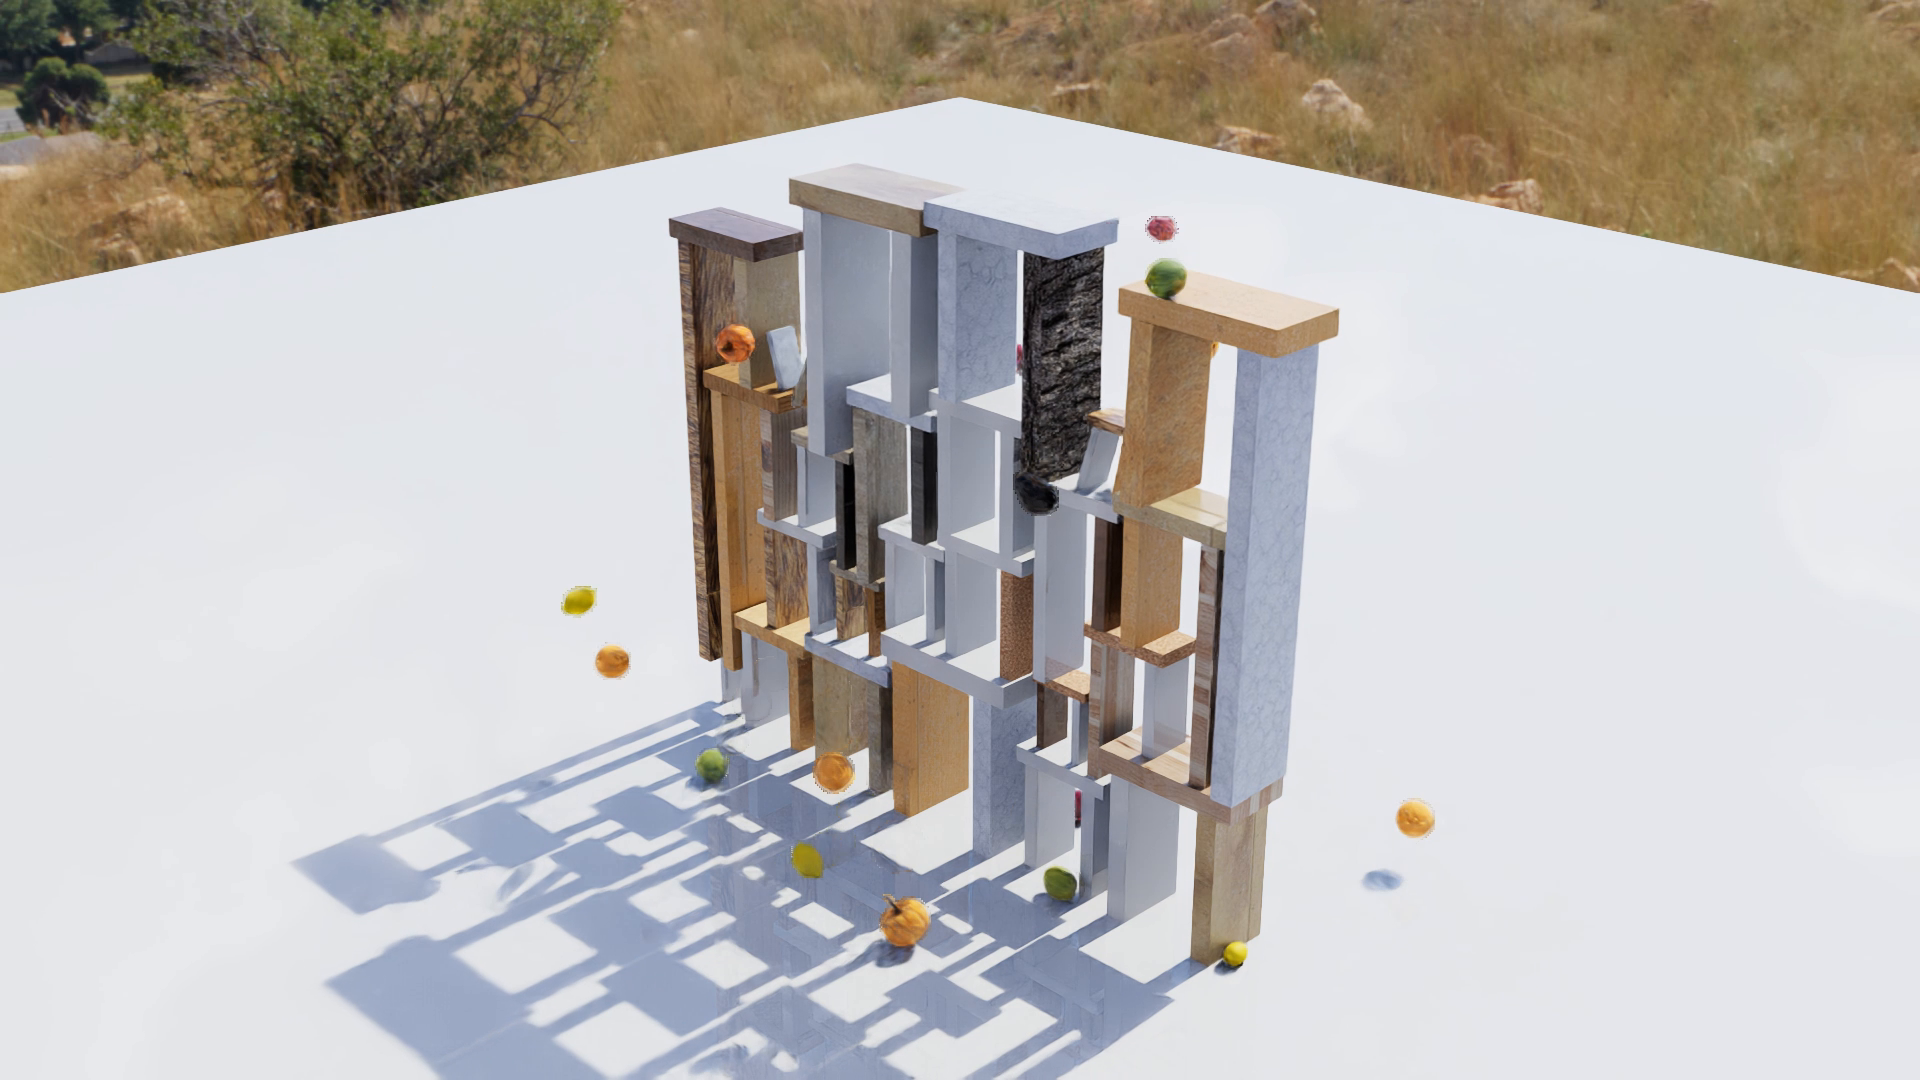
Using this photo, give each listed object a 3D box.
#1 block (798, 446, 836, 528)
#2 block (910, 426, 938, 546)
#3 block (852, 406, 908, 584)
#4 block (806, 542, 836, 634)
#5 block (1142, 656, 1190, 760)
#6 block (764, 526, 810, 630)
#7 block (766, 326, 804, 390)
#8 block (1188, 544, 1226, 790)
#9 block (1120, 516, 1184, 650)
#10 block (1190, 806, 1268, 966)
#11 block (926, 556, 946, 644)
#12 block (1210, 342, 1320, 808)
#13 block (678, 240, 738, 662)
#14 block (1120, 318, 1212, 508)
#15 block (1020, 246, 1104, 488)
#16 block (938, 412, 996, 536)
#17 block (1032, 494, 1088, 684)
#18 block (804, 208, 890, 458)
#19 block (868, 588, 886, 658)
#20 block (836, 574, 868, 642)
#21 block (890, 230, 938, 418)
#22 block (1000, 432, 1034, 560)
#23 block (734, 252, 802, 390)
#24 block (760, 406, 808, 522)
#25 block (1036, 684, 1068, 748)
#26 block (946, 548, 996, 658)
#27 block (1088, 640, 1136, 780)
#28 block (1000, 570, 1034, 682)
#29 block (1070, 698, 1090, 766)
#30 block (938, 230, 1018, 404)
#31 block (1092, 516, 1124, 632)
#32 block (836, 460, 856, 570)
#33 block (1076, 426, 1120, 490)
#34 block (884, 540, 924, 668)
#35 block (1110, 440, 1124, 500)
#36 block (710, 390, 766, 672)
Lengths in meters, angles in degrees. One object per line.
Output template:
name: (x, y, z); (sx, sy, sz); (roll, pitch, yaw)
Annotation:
block: (-0.291, -0.120, 4.491); (0.087, 0.175, 0.025); (-21, 33, -41)
block: (-0.043, -0.119, 4.232); (0.033, 0.235, 0.117); (19, 29, 38)
block: (-0.155, -0.102, 4.359); (0.033, 0.364, 0.117); (19, 29, 38)
block: (-0.267, 0.087, 4.559); (0.101, 0.202, 0.029); (-20, 30, -39)
block: (0.370, 0.291, 3.952); (0.027, 0.188, 0.094); (21, 31, 40)
block: (-0.364, 0.066, 4.648); (0.029, 0.232, 0.101); (21, 31, 41)
block: (-0.351, -0.368, 4.444); (0.060, 0.120, 0.017); (-21, 13, -40)
block: (0.459, 0.203, 3.811); (0.035, 0.460, 0.123); (21, 31, 40)
block: (0.339, 0.058, 3.877); (0.035, 0.246, 0.123); (21, 31, 41)
block: (0.485, 0.602, 3.956); (0.043, 0.302, 0.151); (21, 31, 40)
block: (-0.027, 0.104, 4.300); (0.025, 0.178, 0.089); (21, 31, 41)
block: (0.510, 0.055, 3.696); (0.046, 0.823, 0.164); (20, 30, 38)
block: (-0.514, -0.192, 4.699); (0.135, 0.946, 0.038); (-21, 31, -41)
block: (0.352, -0.232, 3.736); (0.046, 0.328, 0.164); (23, 32, 39)
block: (0.181, -0.317, 3.901); (0.159, 0.423, 0.045); (-21, 31, -40)
block: (0.013, -0.141, 4.155); (0.120, 0.240, 0.034); (-21, 31, -41)
block: (0.185, 0.078, 4.064); (0.108, 0.370, 0.031); (-21, 31, -40)
block: (-0.217, -0.418, 4.278); (0.176, 0.491, 0.050); (-21, 31, -40)
block: (-0.152, 0.157, 4.460); (0.075, 0.149, 0.021); (-21, 31, -41)
block: (-0.219, 0.127, 4.530); (0.075, 0.149, 0.021); (-19, 30, -37)
block: (-0.048, -0.420, 4.104); (0.050, 0.352, 0.176); (22, 31, 39)
block: (0.126, -0.097, 4.050); (0.034, 0.240, 0.120); (21, 31, 40)
block: (-0.387, -0.452, 4.449); (0.135, 0.271, 0.038); (-21, 31, -40)
block: (-0.350, -0.169, 4.522); (0.034, 0.240, 0.120); (21, 31, 41)
block: (0.176, 0.324, 4.179); (0.067, 0.134, 0.019); (-21, 31, -40)
block: (0.022, 0.106, 4.243); (0.031, 0.220, 0.110); (21, 31, 41)
block: (0.280, 0.298, 4.053); (0.094, 0.280, 0.027); (-21, 31, -40)
block: (0.125, 0.146, 4.147); (0.110, 0.221, 0.031); (-21, 31, -41)
block: (0.239, 0.349, 4.120); (0.067, 0.134, 0.019); (-21, 31, -40)
block: (0.033, -0.423, 4.017); (0.159, 0.319, 0.045); (-21, 31, -40)
block: (0.287, 0.048, 3.938); (0.108, 0.217, 0.031); (-20, 31, -39)
block: (-0.209, -0.060, 4.427); (0.025, 0.234, 0.087); (22, 32, 40)
block: (0.248, -0.153, 3.894); (0.063, 0.126, 0.018); (-21, 48, -40)
block: (-0.109, 0.118, 4.392); (0.025, 0.275, 0.089); (18, 29, 36)
block: (0.303, -0.131, 3.841); (0.063, 0.126, 0.018); (-20, 42, -39)
block: (-0.462, -0.030, 4.707); (0.034, 0.641, 0.120); (21, 31, 41)
